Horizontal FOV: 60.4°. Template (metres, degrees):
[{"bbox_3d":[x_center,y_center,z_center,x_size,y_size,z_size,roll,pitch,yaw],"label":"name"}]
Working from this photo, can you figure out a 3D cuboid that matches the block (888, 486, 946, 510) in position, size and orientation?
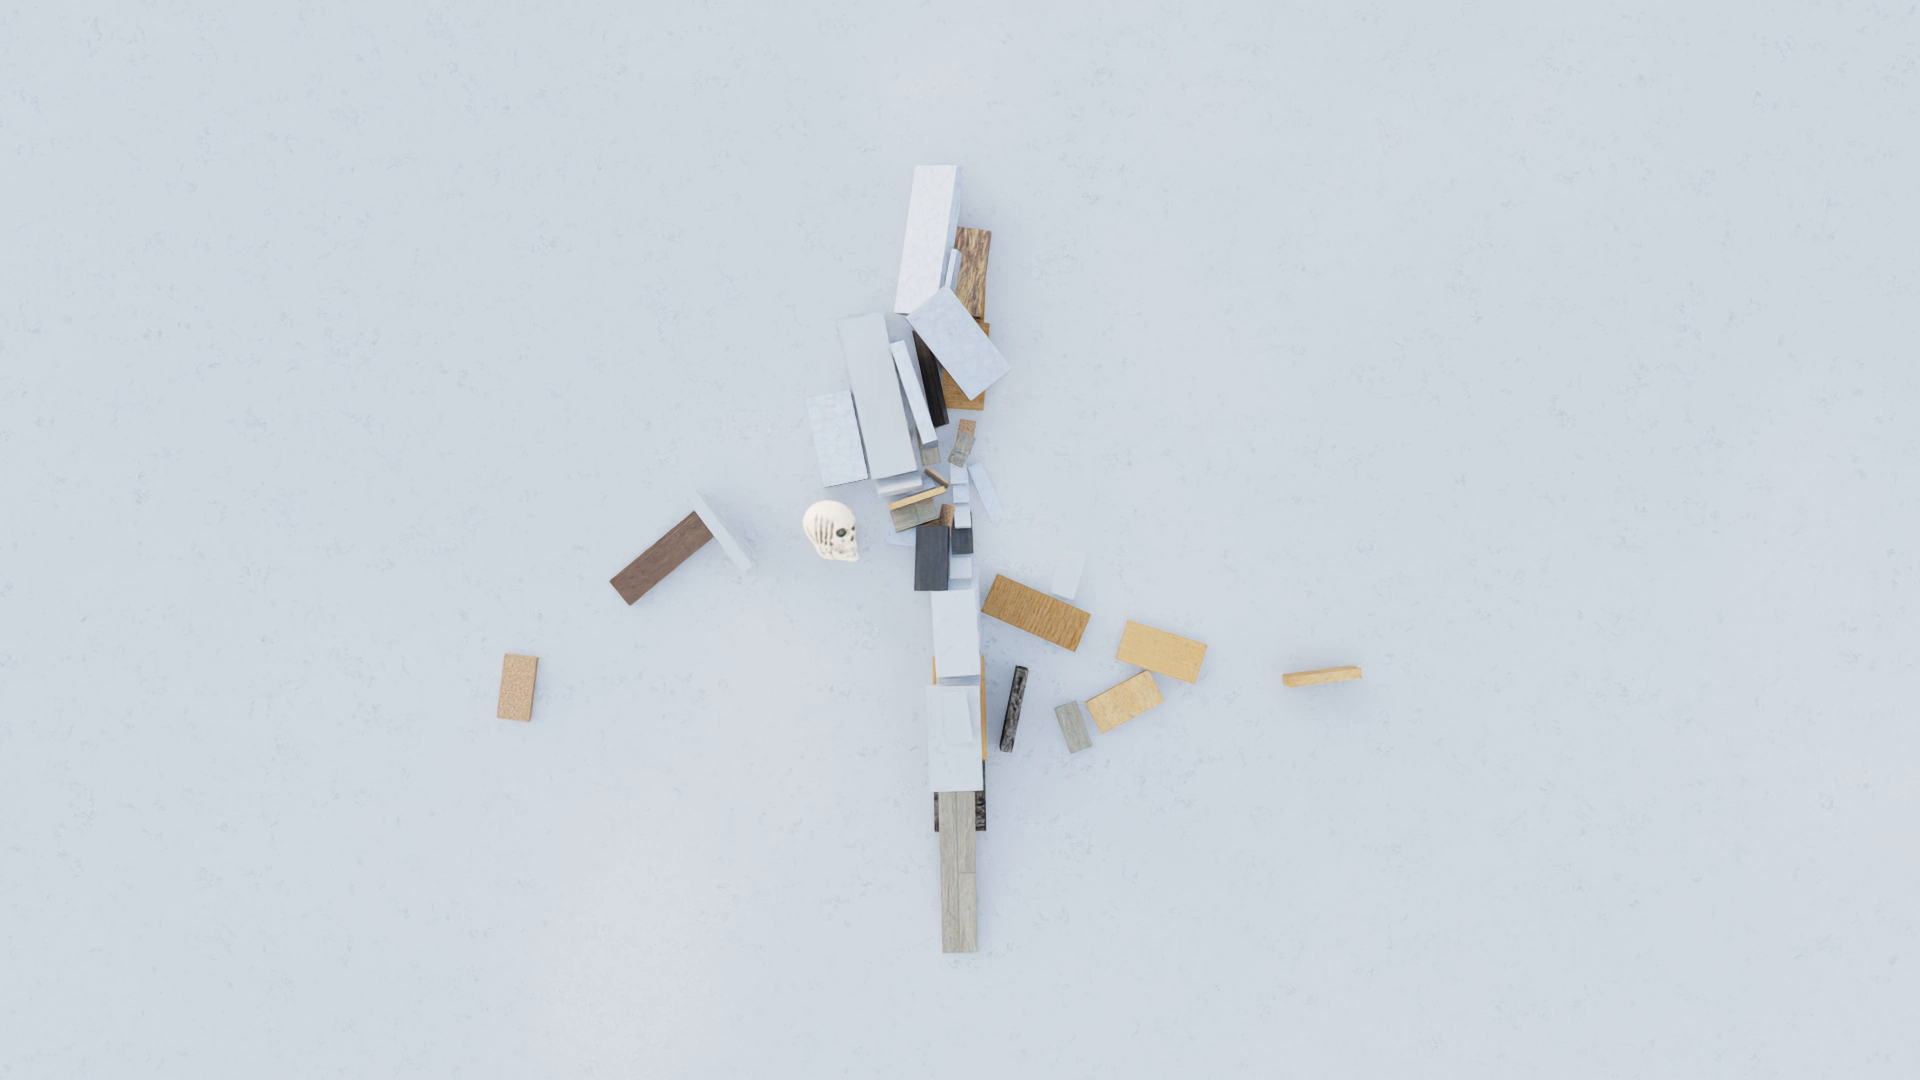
[{"bbox_3d":[-0.140,-0.138,5.448,0.192,0.075,0.021,-18,90,0],"label":"block"}]

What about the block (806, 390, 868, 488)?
[{"bbox_3d":[-0.407,-0.336,5.479,0.150,0.043,0.301,-12,90,0],"label":"block"}]

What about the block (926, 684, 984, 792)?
[{"bbox_3d":[-0.017,0.640,5.346,0.171,0.049,0.343,-2,96,1],"label":"block"}]

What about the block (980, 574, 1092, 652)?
[{"bbox_3d":[0.252,0.242,5.481,0.339,0.039,0.137,23,90,0],"label":"block"}]

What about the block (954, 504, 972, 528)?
[{"bbox_3d":[0.007,-0.090,5.470,0.053,0.015,0.106,-4,64,-1],"label":"block"}]

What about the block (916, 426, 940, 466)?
[{"bbox_3d":[-0.106,-0.316,5.491,0.066,0.019,0.131,-9,90,0],"label":"block"}]

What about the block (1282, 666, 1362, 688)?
[{"bbox_3d":[1.193,0.450,5.441,0.237,0.118,0.034,-7,90,0],"label":"block"}]

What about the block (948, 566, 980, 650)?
[{"bbox_3d":[-0.007,0.231,5.437,0.143,0.041,0.286,-1,72,0],"label":"block"}]

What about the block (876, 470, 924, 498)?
[{"bbox_3d":[-0.201,-0.186,5.466,0.149,0.075,0.021,-12,135,0],"label":"block"}]

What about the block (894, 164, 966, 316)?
[{"bbox_3d":[-0.100,-0.984,5.430,0.171,0.048,0.492,8,90,36],"label":"block"}]

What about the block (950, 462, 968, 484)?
[{"bbox_3d":[-0.005,-0.239,5.480,0.055,0.016,0.110,-2,77,0],"label":"block"}]

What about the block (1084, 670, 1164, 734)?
[{"bbox_3d":[0.547,0.537,5.483,0.237,0.034,0.118,-28,90,0],"label":"block"}]

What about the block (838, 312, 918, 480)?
[{"bbox_3d":[-0.272,-0.477,5.469,0.150,0.043,0.539,-12,88,0],"label":"block"}]

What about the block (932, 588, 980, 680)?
[{"bbox_3d":[-0.014,0.307,5.371,0.143,0.041,0.286,-4,72,-1],"label":"block"}]

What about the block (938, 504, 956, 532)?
[{"bbox_3d":[-0.047,-0.065,5.475,0.015,0.053,0.106,10,90,-41],"label":"block"}]

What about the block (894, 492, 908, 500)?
[{"bbox_3d":[-0.164,-0.152,5.493,0.103,0.015,0.051,10,90,0],"label":"block"}]

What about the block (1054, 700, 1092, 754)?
[{"bbox_3d":[0.377,0.622,5.489,0.081,0.023,0.161,-20,90,0],"label":"block"}]

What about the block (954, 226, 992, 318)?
[{"bbox_3d":[0.016,-0.883,5.439,0.143,0.041,0.286,8,90,0],"label":"block"}]

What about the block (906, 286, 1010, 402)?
[{"bbox_3d":[-0.005,-0.641,5.371,0.171,0.048,0.342,-39,106,0],"label":"block"}]

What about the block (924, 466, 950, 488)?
[{"bbox_3d":[-0.076,-0.209,5.476,0.094,0.047,0.013,36,71,0],"label":"block"}]

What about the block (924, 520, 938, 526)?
[{"bbox_3d":[-0.102,-0.025,5.493,0.047,0.013,0.098,8,90,0],"label":"block"}]

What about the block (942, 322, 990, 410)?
[{"bbox_3d":[0.016,-0.577,5.449,0.143,0.041,0.286,4,102,0],"label":"block"}]

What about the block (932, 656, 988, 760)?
[{"bbox_3d":[0.000,0.556,5.440,0.171,0.049,0.343,-2,78,0],"label":"block"}]

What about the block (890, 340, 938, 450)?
[{"bbox_3d":[-0.149,-0.472,5.402,0.048,0.171,0.342,-19,86,-1],"label":"block"}]

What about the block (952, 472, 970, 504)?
[{"bbox_3d":[0.003,-0.174,5.481,0.053,0.015,0.106,-2,77,0],"label":"block"}]

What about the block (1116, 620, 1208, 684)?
[{"bbox_3d":[0.669,0.372,5.481,0.275,0.039,0.137,17,90,0],"label":"block"}]

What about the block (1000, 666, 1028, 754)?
[{"bbox_3d":[0.177,0.556,5.431,0.039,0.137,0.275,12,90,0],"label":"block"}]

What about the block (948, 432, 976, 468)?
[{"bbox_3d":[0.005,-0.299,5.462,0.055,0.016,0.110,25,83,5],"label":"block"}]

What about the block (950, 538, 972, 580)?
[{"bbox_3d":[0.002,0.062,5.462,0.072,0.020,0.143,-1,66,0],"label":"block"}]

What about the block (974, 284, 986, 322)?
[{"bbox_3d":[0.010,-0.768,5.480,0.143,0.041,0.286,2,90,0],"label":"block"}]

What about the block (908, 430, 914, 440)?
[{"bbox_3d":[-0.189,-0.317,5.493,0.051,0.015,0.103,10,90,0],"label":"block"}]

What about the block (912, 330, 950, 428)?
[{"bbox_3d":[-0.097,-0.540,5.462,0.019,0.066,0.333,-10,87,-41],"label":"block"}]

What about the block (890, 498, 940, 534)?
[{"bbox_3d":[-0.152,-0.082,5.466,0.149,0.021,0.075,-18,76,0],"label":"block"}]

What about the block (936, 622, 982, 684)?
[{"bbox_3d":[-0.003,0.411,5.422,0.143,0.041,0.286,1,72,1],"label":"block"}]

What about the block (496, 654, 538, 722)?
[{"bbox_3d":[-1.471,0.490,5.485,0.108,0.030,0.215,7,90,0],"label":"block"}]

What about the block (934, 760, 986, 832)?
[{"bbox_3d":[-0.002,0.792,5.476,0.171,0.049,0.343,-1,90,0],"label":"block"}]

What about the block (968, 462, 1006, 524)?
[{"bbox_3d":[0.089,-0.158,5.493,0.051,0.015,0.204,-23,90,0],"label":"block"}]

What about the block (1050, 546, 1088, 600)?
[{"bbox_3d":[0.362,0.110,5.489,0.081,0.023,0.161,18,90,0],"label":"block"}]

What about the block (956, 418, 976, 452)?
[{"bbox_3d":[0.018,-0.345,5.483,0.055,0.016,0.110,10,82,3],"label":"block"}]

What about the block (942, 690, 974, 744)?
[{"bbox_3d":[-0.008,0.572,5.303,0.081,0.023,0.161,-9,96,2],"label":"block"}]

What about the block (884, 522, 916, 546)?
[{"bbox_3d":[-0.177,-0.017,5.482,0.143,0.020,0.072,8,90,6],"label":"block"}]

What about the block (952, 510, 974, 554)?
[{"bbox_3d":[0.006,-0.024,5.469,0.072,0.020,0.143,-3,72,0],"label":"block"}]

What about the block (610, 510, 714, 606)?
[{"bbox_3d":[-0.985,0.057,5.485,0.378,0.030,0.108,-40,90,0],"label":"block"}]

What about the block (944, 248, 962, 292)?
[{"bbox_3d":[-0.022,-0.878,5.385,0.019,0.066,0.131,11,90,15],"label":"block"}]

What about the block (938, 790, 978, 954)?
[{"bbox_3d":[-0.005,1.094,5.450,0.118,0.034,0.550,-1,97,0],"label":"block"}]

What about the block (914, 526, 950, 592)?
[{"bbox_3d":[-0.093,0.061,5.434,0.108,0.030,0.215,1,84,10],"label":"block"}]

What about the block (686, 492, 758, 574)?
[{"bbox_3d":[-0.780,-0.025,5.425,0.043,0.150,0.301,-37,90,0],"label":"block"}]

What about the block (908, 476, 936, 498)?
[{"bbox_3d":[-0.132,-0.175,5.470,0.094,0.013,0.047,-19,51,-8],"label":"block"}]
